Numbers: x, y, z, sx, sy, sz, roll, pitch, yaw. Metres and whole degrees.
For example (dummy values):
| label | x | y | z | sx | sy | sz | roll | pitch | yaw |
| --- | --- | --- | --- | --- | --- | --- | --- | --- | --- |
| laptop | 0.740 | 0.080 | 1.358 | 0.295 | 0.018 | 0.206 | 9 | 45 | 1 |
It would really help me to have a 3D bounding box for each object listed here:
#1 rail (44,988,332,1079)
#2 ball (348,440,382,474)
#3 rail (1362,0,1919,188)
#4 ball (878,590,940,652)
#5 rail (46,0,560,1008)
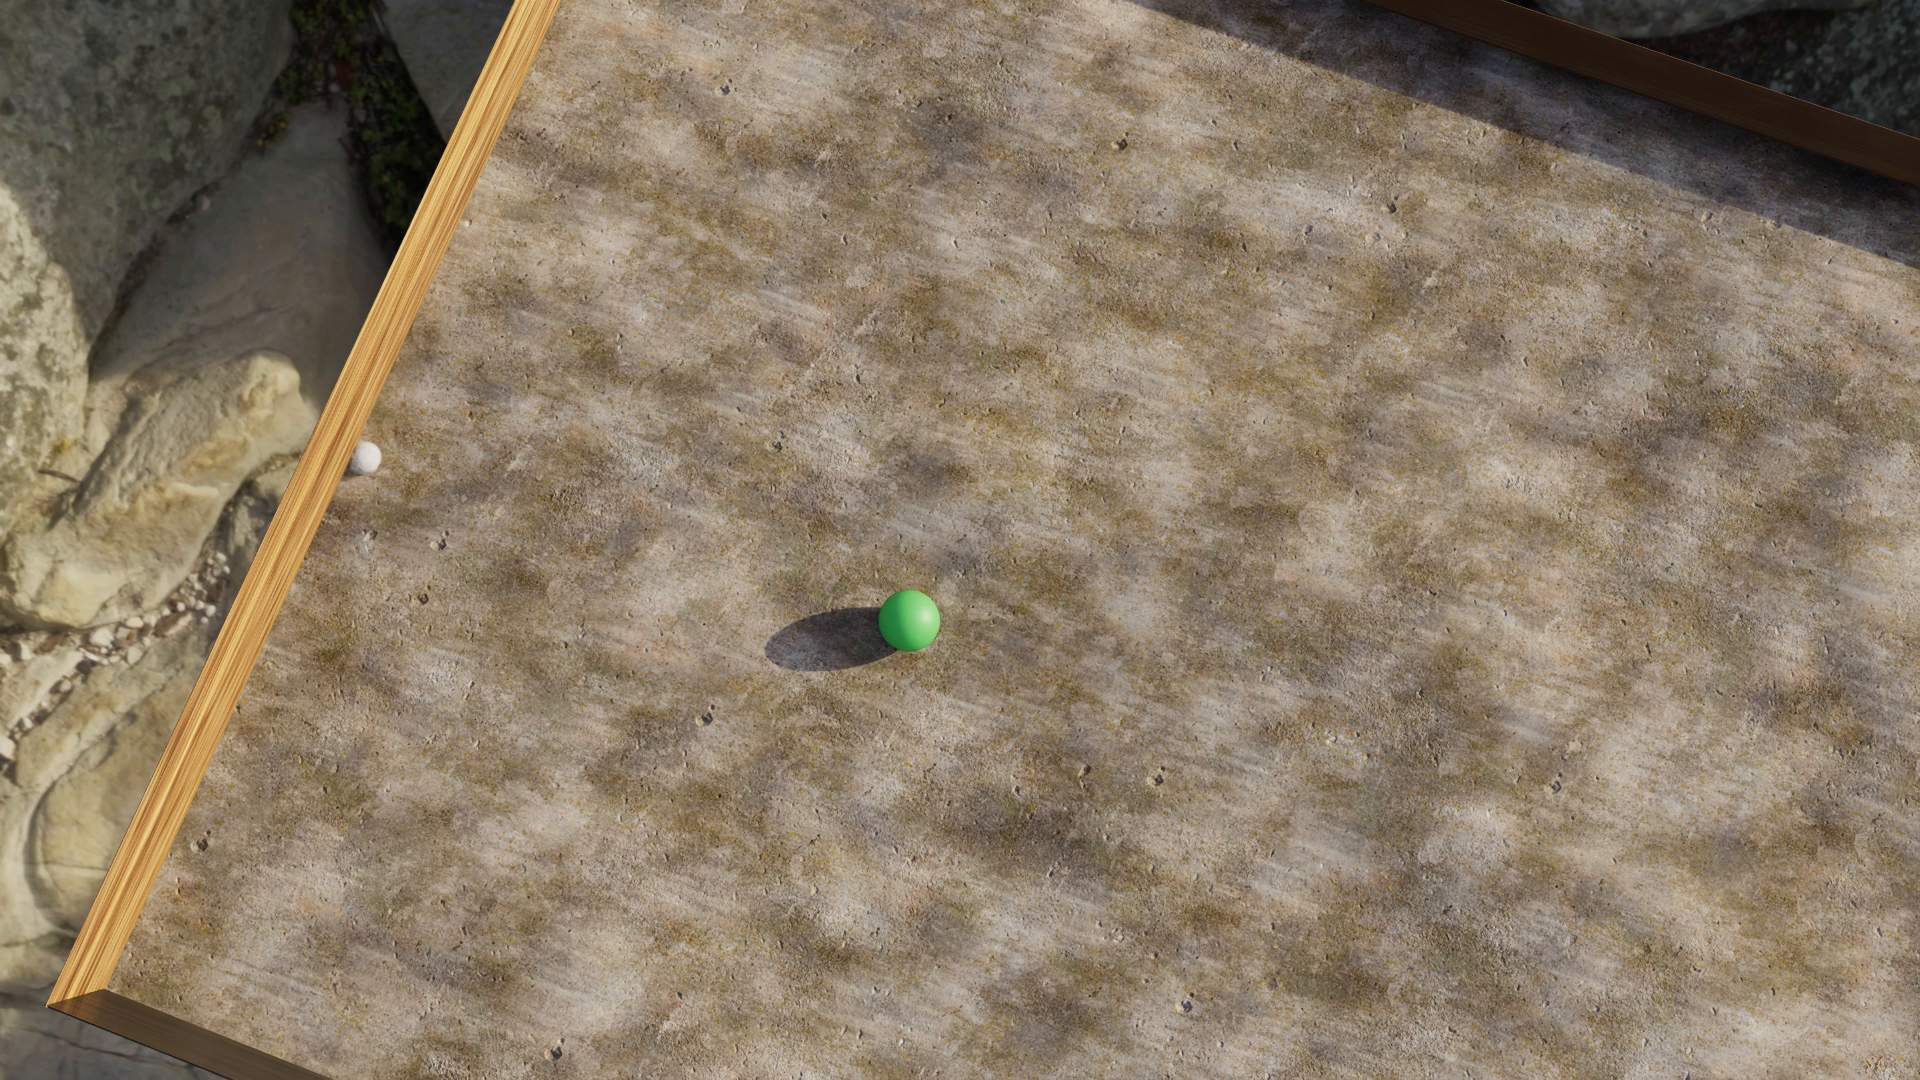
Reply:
| label | x | y | z | sx | sy | sz | roll | pitch | yaw |
| --- | --- | --- | --- | --- | --- | --- | --- | --- | --- |
| rail | 0.519 | 1.298 | 2.980 | 3.832 | 0.120 | 0.045 | 20 | 77 | 5 |
| ball | -0.915 | -0.127 | 3.378 | 0.051 | 0.051 | 0.051 | 0 | 76 | 0 |
| rail | 1.275 | -0.659 | 3.476 | 3.832 | 0.120 | 0.045 | 20 | 77 | 5 |
| ball | -0.076 | 0.121 | 3.294 | 0.093 | 0.093 | 0.093 | 0 | 76 | 0 |
| rail | -0.875 | -0.324 | 3.391 | 0.045 | 0.120 | 2.204 | 20 | 77 | 5 |
